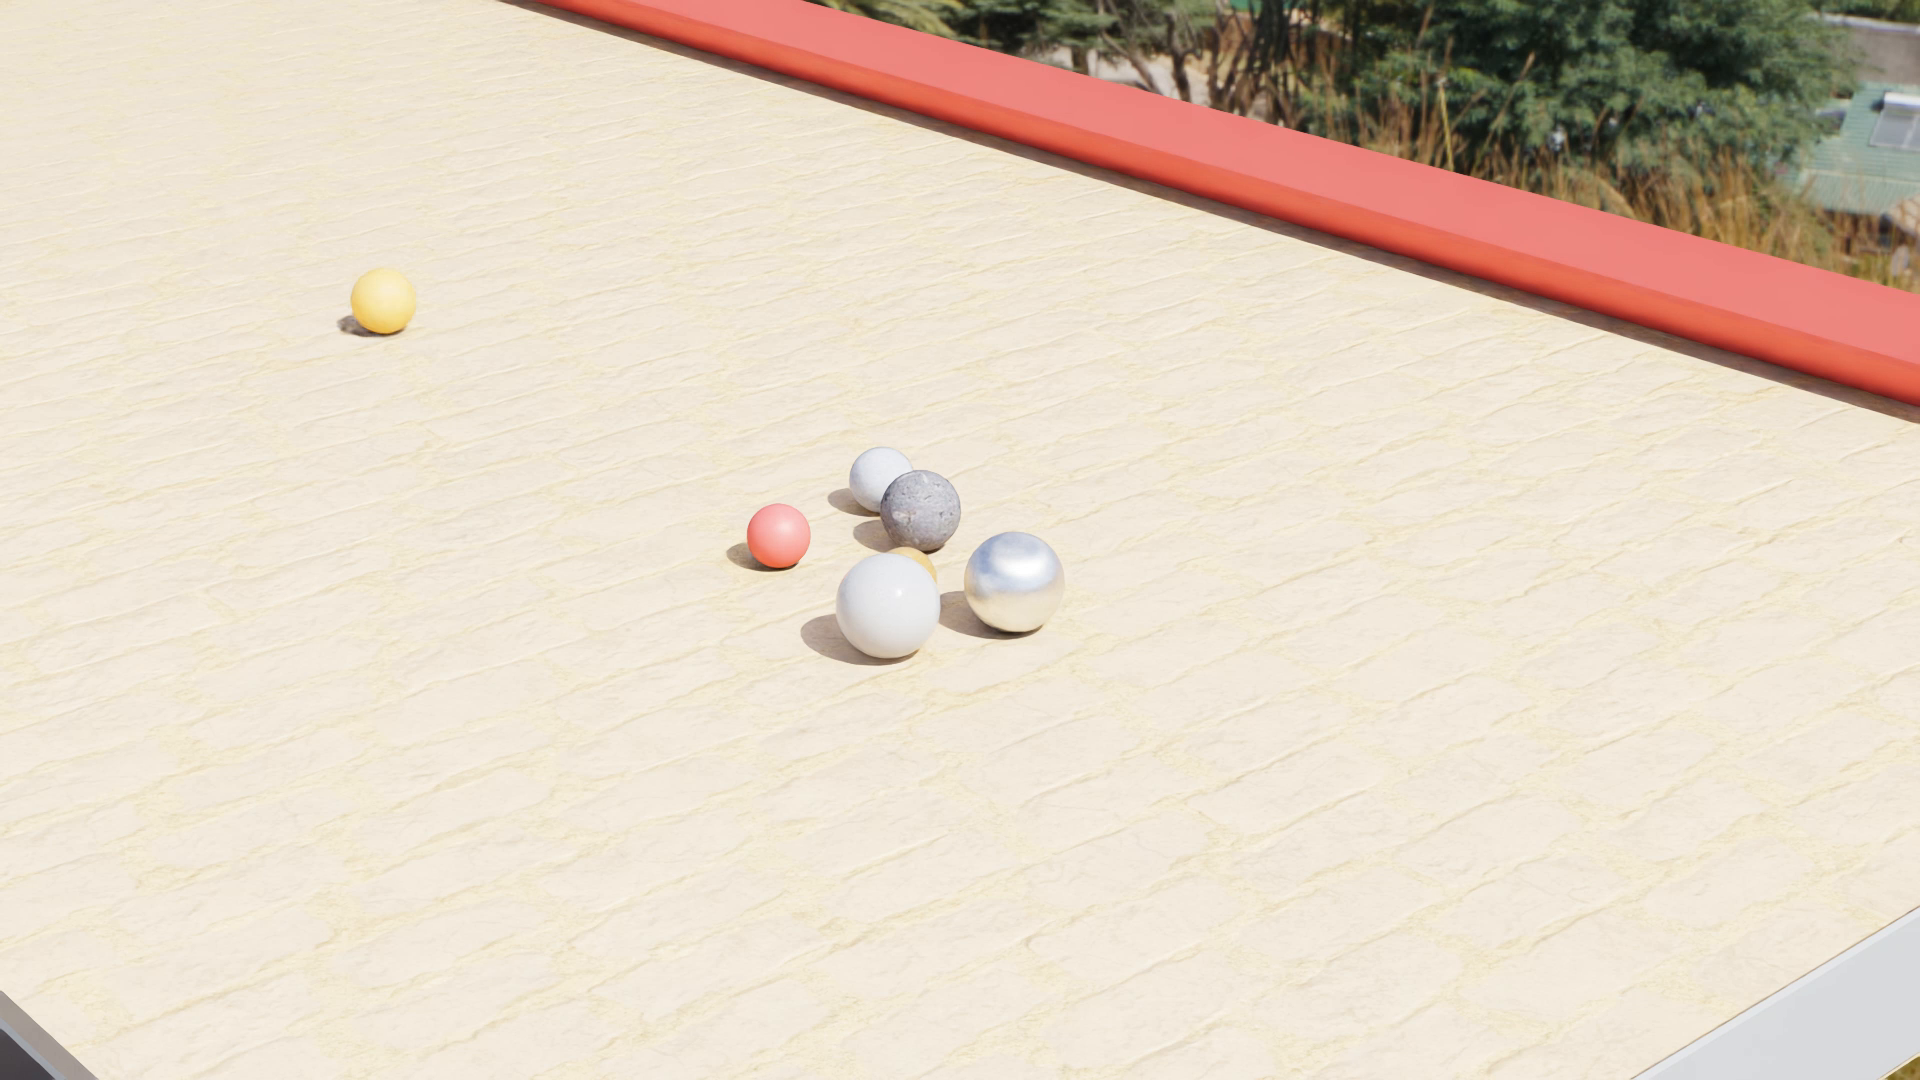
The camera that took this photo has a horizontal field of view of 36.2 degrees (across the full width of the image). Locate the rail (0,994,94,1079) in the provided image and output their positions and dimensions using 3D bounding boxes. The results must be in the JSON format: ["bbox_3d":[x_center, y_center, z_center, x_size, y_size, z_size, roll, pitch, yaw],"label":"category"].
[{"bbox_3d":[-1.301,-0.049,2.464,0.045,0.106,3.662,-19,29,-37],"label":"rail"}]

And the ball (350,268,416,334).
[{"bbox_3d":[-0.583,-0.242,2.977,0.066,0.066,0.066,0,23,0],"label":"ball"}]

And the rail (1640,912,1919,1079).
[{"bbox_3d":[0.588,0.240,1.776,1.902,0.106,0.045,-19,29,-37],"label":"rail"}]

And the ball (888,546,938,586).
[{"bbox_3d":[-0.044,0.032,2.342,0.053,0.053,0.053,0,23,0],"label":"ball"}]

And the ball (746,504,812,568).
[{"bbox_3d":[-0.150,-0.004,2.426,0.053,0.053,0.053,0,23,0],"label":"ball"}]

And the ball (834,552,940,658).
[{"bbox_3d":[-0.055,0.051,2.261,0.082,0.082,0.082,0,23,0],"label":"ball"}]

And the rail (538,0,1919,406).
[{"bbox_3d":[0.093,-0.523,3.592,0.045,0.106,3.662,-19,29,-37],"label":"rail"}]

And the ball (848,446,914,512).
[{"bbox_3d":[-0.067,-0.052,2.536,0.057,0.057,0.057,0,23,0],"label":"ball"}]

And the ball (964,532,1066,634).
[{"bbox_3d":[0.043,0.033,2.305,0.080,0.080,0.080,0,23,0],"label":"ball"}]

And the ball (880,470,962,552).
[{"bbox_3d":[-0.033,-0.025,2.457,0.068,0.068,0.068,0,23,0],"label":"ball"}]
